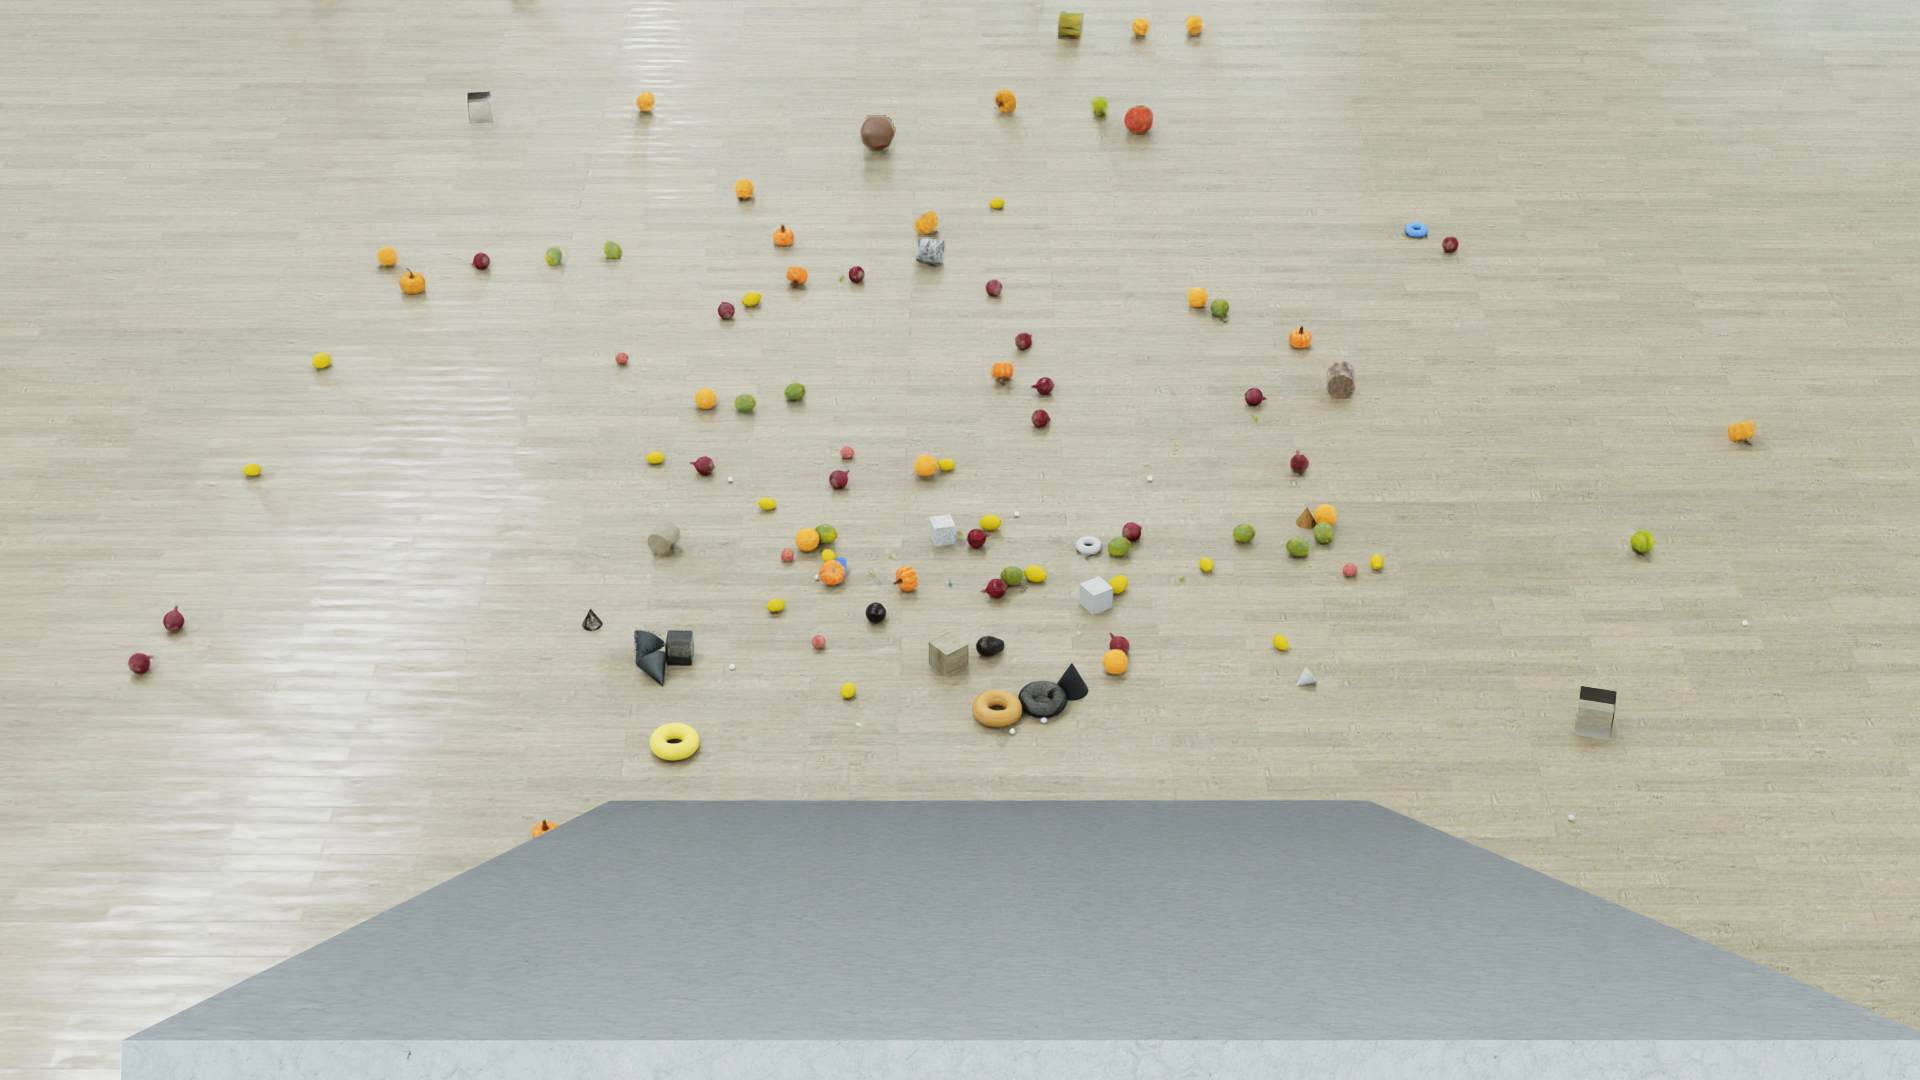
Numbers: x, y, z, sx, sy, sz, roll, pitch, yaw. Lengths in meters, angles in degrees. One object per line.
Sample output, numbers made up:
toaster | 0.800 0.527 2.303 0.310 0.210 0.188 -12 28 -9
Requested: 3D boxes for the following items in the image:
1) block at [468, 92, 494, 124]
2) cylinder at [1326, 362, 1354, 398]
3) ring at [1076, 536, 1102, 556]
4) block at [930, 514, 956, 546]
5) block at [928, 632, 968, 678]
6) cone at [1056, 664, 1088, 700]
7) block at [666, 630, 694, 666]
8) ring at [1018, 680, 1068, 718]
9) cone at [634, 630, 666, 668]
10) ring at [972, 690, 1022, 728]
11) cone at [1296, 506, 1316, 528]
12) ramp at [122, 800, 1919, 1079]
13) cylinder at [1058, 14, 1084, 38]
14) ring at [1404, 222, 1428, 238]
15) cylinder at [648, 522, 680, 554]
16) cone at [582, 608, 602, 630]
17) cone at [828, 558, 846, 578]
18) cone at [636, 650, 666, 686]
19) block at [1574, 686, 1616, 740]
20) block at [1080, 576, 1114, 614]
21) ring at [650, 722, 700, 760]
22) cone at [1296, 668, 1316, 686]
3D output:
block | -1.899 -1.712 10.286 0.091 0.091 0.091 -5 36 -7
cylinder | 1.263 -0.531 8.625 0.090 0.090 0.090 5 32 6
ring | 0.392 0.017 7.910 0.081 0.027 0.081 -1 34 0
block | -0.054 -0.030 7.942 0.065 0.065 0.065 -9 36 -12
block | -0.033 0.326 7.428 0.081 0.081 0.081 -25 43 -31
cone | 0.315 0.384 7.332 0.098 0.098 0.098 0 35 0
block | -0.805 0.310 7.459 0.072 0.072 0.072 1 35 1
ring | 0.232 0.447 7.289 0.139 0.046 0.139 0 37 0
cone | -0.910 0.325 7.462 0.097 0.097 0.097 14 64 19
ring | 0.104 0.470 7.255 0.142 0.047 0.142 1 35 -1
cone | 1.069 -0.078 8.012 0.062 0.062 0.062 0 35 0
ramp | 0.078 0.669 4.853 2.000 0.100 4.000 0 -2 0
cylinder | 0.464 -2.159 10.912 0.092 0.092 0.092 7 36 9
ring | 1.674 -1.138 9.532 0.084 0.028 0.084 0 37 0
cylinder | -0.900 -0.005 7.900 0.074 0.074 0.074 13 37 17
cone | -1.077 0.223 7.591 0.061 0.061 0.061 0 35 0
cone | -0.357 0.093 7.803 0.060 0.060 0.060 -14 64 -19
cone | -0.860 0.379 7.389 0.092 0.092 0.092 -16 65 -21
block | 1.760 0.479 7.198 0.098 0.098 0.098 9 36 12
block | 0.401 0.164 7.665 0.071 0.071 0.071 -20 40 -26
ring | -0.784 0.554 7.139 0.137 0.046 0.137 1 35 -1
cone | 0.975 0.398 7.376 0.054 0.054 0.054 -36 43 -3
